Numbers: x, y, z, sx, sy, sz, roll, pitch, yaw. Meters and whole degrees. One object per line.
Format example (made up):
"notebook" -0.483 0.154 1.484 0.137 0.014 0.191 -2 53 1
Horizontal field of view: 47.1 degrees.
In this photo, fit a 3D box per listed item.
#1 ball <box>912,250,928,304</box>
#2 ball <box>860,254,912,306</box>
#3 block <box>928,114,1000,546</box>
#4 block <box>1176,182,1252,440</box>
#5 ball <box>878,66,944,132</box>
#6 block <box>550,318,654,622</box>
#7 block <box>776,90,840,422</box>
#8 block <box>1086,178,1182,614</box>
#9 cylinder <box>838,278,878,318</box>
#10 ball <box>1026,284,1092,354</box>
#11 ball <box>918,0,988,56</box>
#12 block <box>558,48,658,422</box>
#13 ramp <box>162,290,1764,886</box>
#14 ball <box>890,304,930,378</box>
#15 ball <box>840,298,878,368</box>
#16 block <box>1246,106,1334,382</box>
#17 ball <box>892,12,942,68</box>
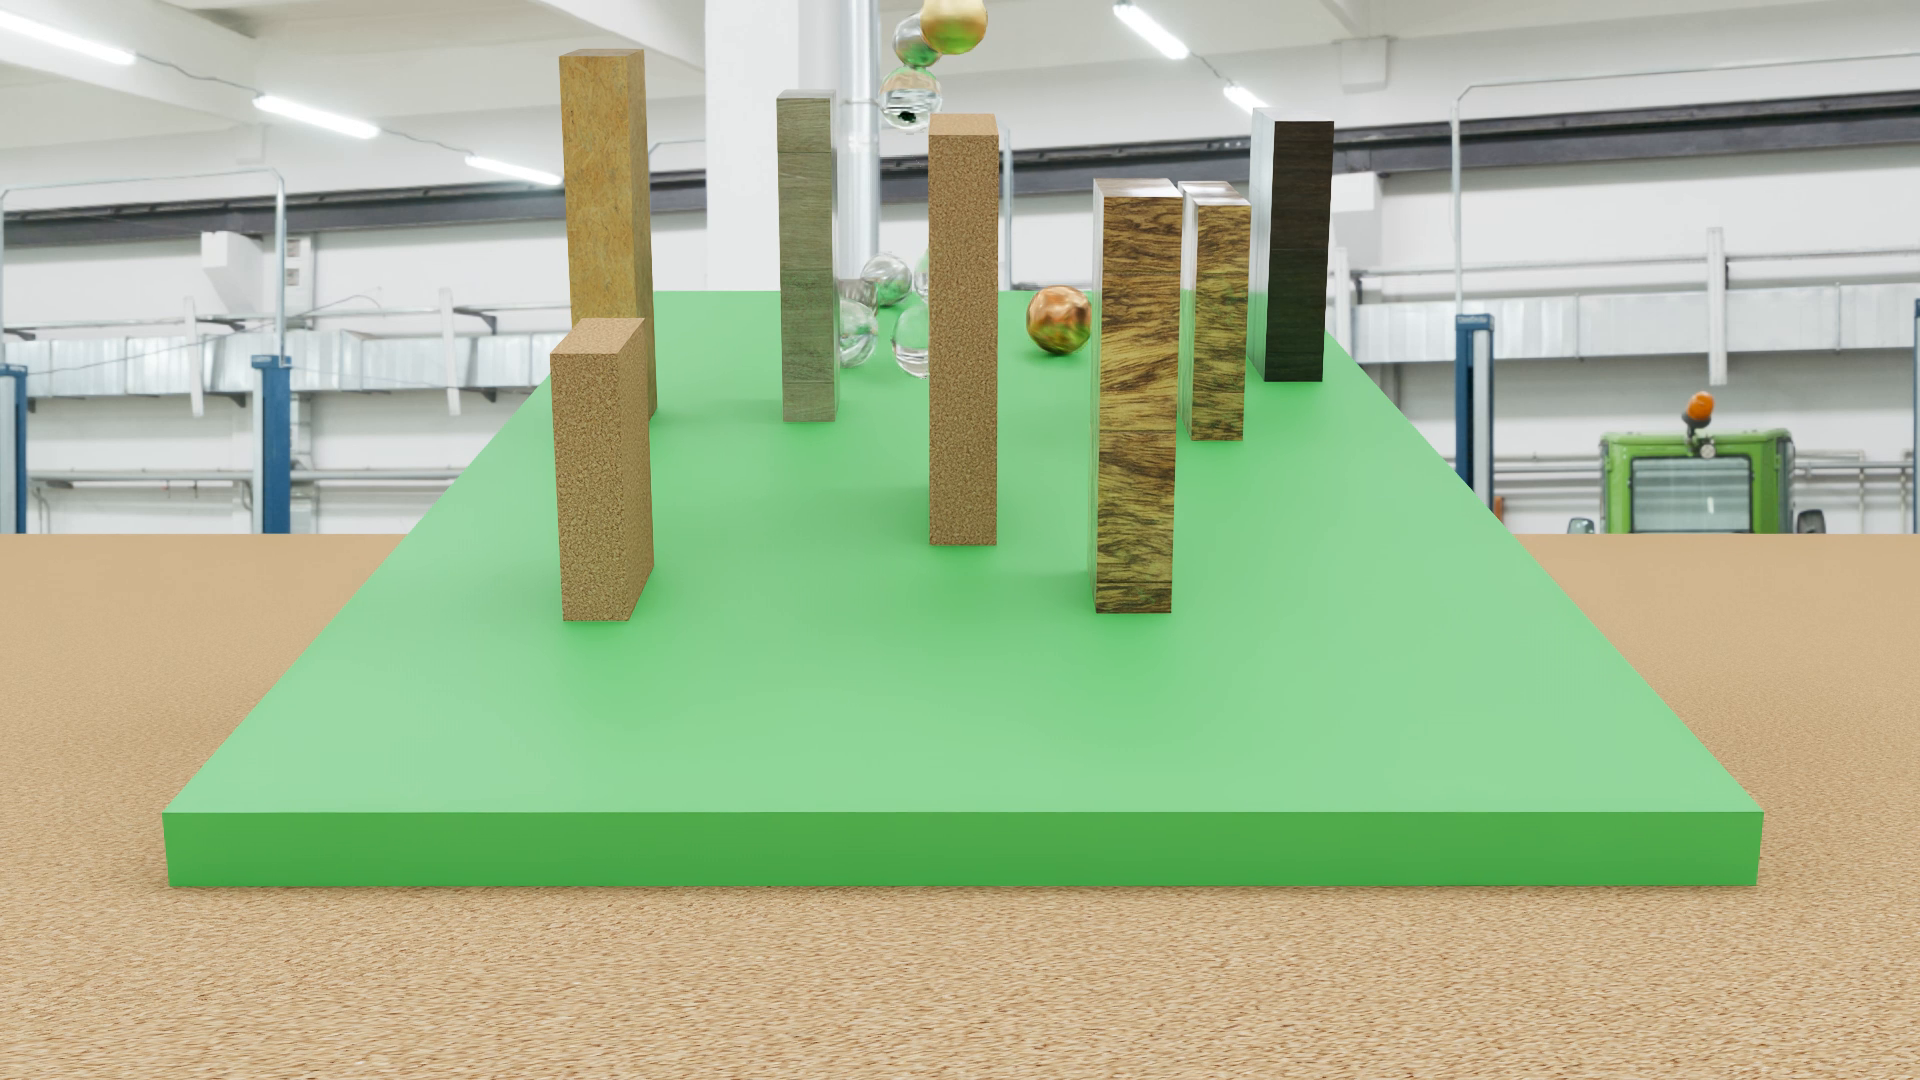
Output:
"ball" -0.036 -0.743 6.229 0.194 0.194 0.194 0 0 0
"ball" -0.212 -0.745 6.316 0.150 0.150 0.150 0 0 0
"block" 0.005 -0.395 4.027 0.119 0.721 0.427 0 16 0
"block" 0.548 -0.511 4.844 0.110 0.502 0.430 0 16 0
"ball" -0.130 -1.157 5.776 0.171 0.171 0.171 0 0 0
"block" -0.578 -0.121 3.587 0.104 0.431 0.312 0 16 0
"block" -0.334 -0.635 4.905 0.115 0.705 0.251 0 16 0
"block" 0.279 -0.236 3.566 0.120 0.666 0.248 0 16 0
"cylinder" -0.307 -0.646 6.001 0.130 0.130 0.130 6 2 20
"ball" 0.255 -0.563 5.625 0.177 0.177 0.177 0 0 0
"ball" -0.017 -1.375 5.827 0.182 0.182 0.182 0 0 0
"block" -0.758 -0.649 4.779 0.139 0.799 0.273 0 16 0
"ramp" -0.002 -0.155 4.688 2.000 0.100 4.000 0 16 0
"ball" -0.077 -0.481 5.325 0.181 0.181 0.181 0 0 0
"ball" -0.287 -0.510 5.443 0.172 0.172 0.172 0 0 0
"block" 0.803 -0.734 5.415 0.140 0.619 0.399 0 16 0
"ball" -0.114 -1.402 6.190 0.153 0.153 0.153 0 0 0
